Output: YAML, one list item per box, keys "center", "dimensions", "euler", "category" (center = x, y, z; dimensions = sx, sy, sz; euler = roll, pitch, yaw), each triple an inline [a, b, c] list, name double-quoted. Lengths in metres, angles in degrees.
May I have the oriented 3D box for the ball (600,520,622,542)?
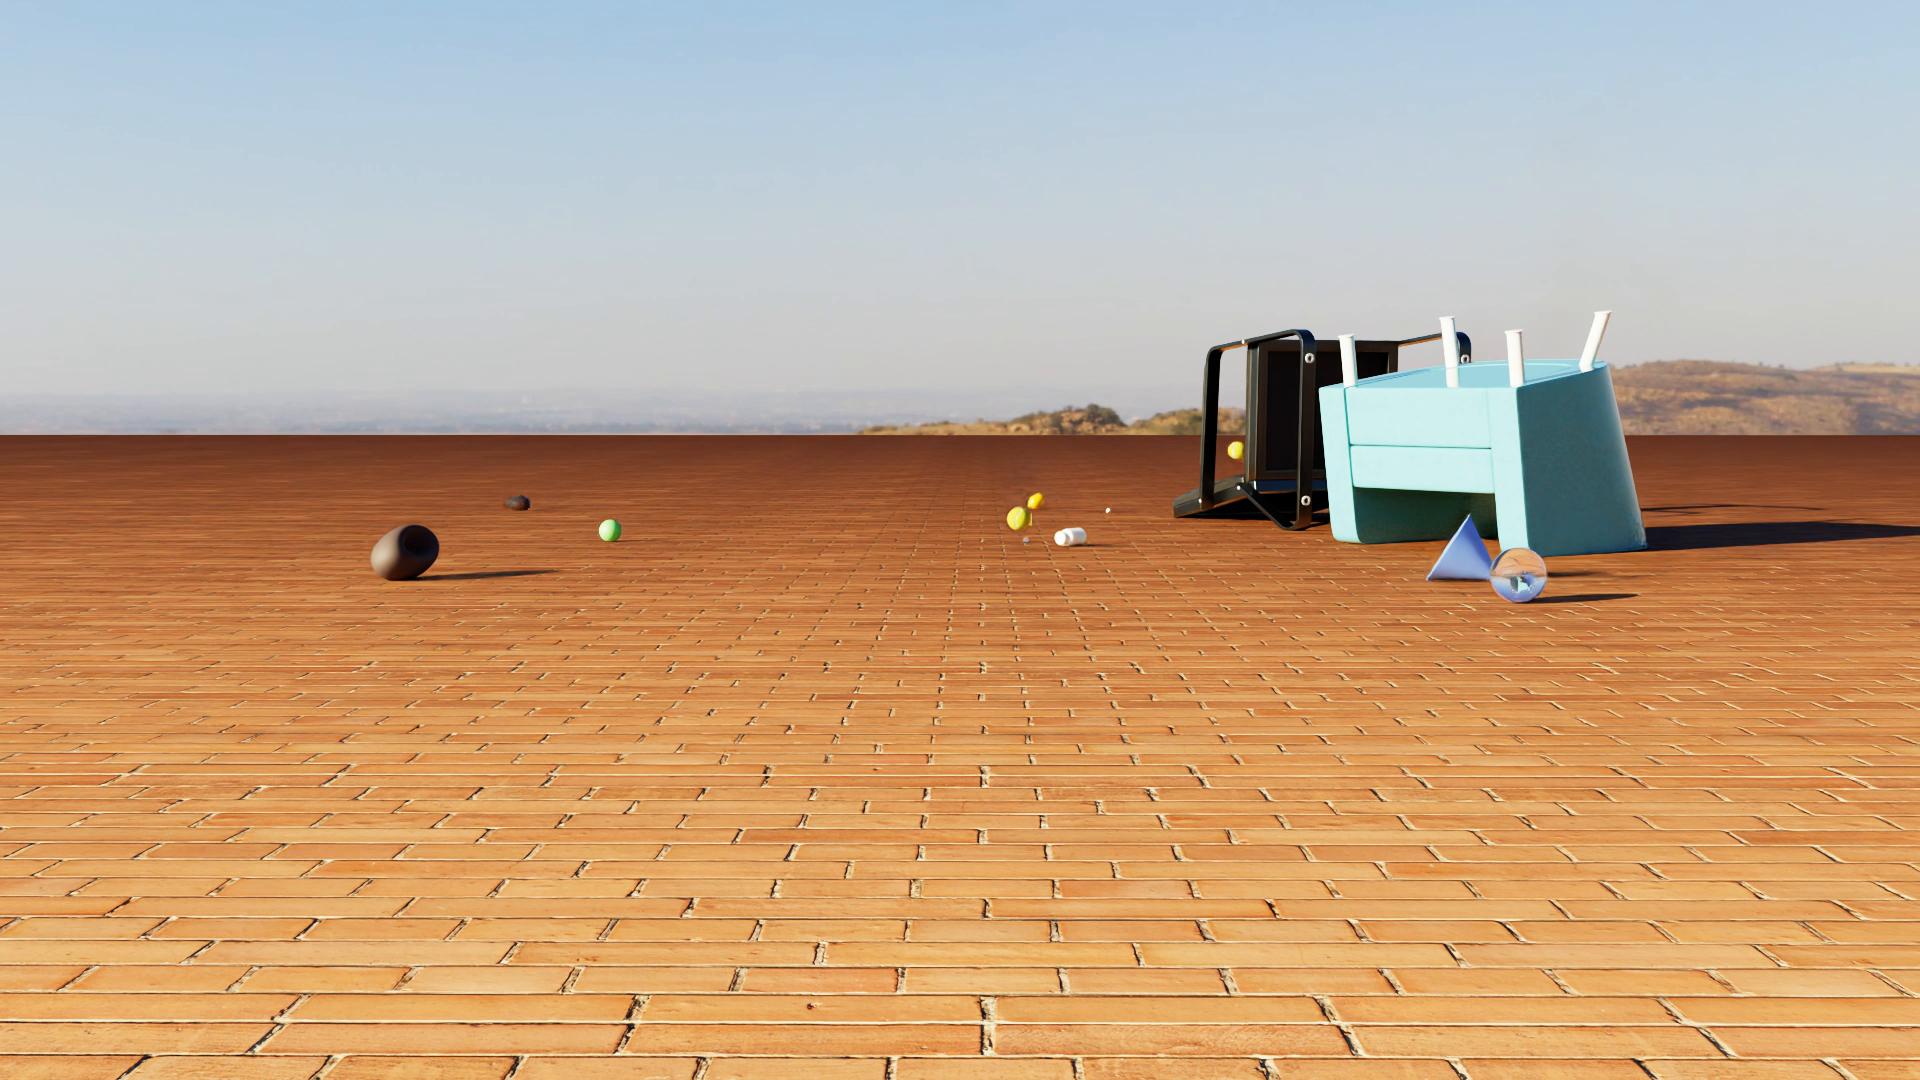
- center: [-1.028, -0.027, 6.468]
  dimensions: [0.065, 0.065, 0.065]
  euler: [0, 4, 0]
  category: "ball"

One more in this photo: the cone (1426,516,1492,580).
- center: [1.206, 0.057, 5.153]
  dimensions: [0.145, 0.187, 0.168]
  euler: [33, -23, 9]
  category: "cone"

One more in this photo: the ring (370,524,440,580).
- center: [-1.312, 0.031, 5.201]
  dimensions: [0.095, 0.123, 0.210]
  euler: [-34, 1, 20]
  category: "ring"

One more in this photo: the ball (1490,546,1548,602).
- center: [1.172, 0.073, 4.618]
  dimensions: [0.118, 0.118, 0.118]
  euler: [0, 4, 0]
  category: "ball"
